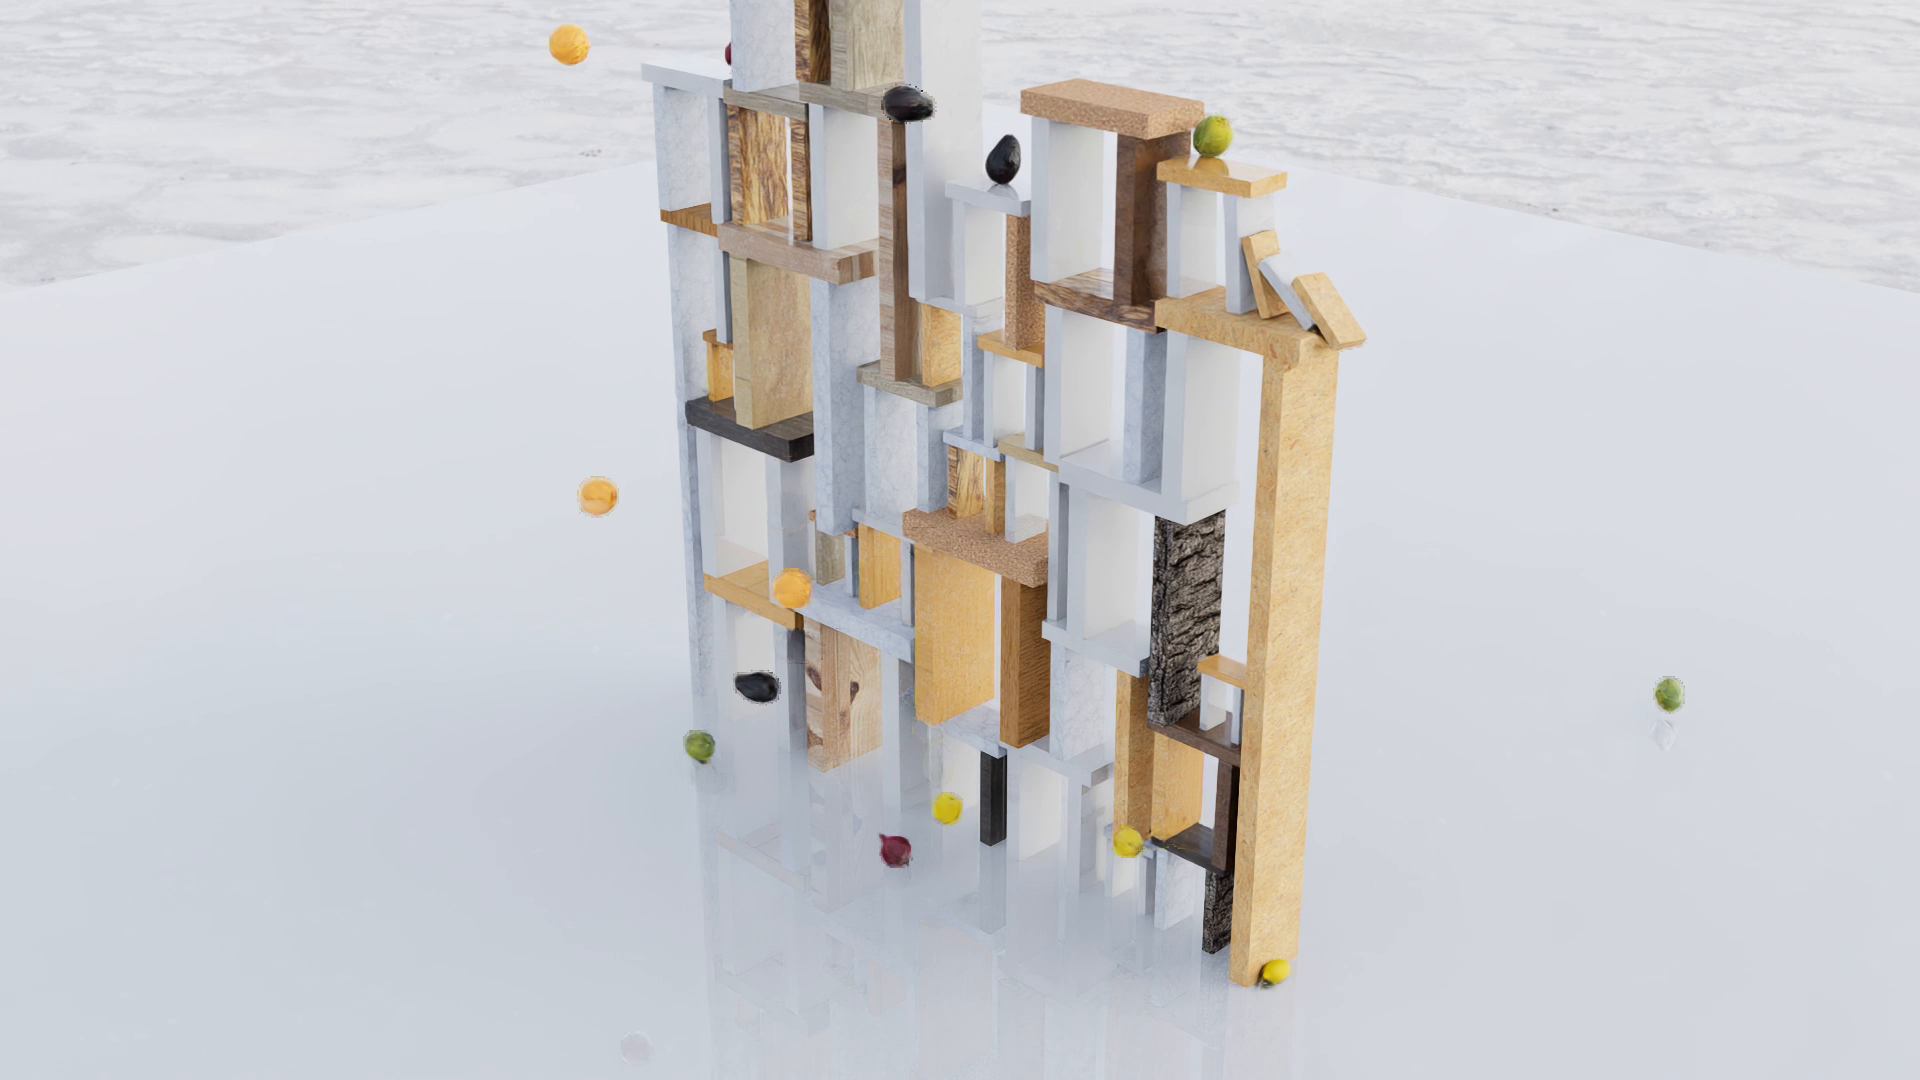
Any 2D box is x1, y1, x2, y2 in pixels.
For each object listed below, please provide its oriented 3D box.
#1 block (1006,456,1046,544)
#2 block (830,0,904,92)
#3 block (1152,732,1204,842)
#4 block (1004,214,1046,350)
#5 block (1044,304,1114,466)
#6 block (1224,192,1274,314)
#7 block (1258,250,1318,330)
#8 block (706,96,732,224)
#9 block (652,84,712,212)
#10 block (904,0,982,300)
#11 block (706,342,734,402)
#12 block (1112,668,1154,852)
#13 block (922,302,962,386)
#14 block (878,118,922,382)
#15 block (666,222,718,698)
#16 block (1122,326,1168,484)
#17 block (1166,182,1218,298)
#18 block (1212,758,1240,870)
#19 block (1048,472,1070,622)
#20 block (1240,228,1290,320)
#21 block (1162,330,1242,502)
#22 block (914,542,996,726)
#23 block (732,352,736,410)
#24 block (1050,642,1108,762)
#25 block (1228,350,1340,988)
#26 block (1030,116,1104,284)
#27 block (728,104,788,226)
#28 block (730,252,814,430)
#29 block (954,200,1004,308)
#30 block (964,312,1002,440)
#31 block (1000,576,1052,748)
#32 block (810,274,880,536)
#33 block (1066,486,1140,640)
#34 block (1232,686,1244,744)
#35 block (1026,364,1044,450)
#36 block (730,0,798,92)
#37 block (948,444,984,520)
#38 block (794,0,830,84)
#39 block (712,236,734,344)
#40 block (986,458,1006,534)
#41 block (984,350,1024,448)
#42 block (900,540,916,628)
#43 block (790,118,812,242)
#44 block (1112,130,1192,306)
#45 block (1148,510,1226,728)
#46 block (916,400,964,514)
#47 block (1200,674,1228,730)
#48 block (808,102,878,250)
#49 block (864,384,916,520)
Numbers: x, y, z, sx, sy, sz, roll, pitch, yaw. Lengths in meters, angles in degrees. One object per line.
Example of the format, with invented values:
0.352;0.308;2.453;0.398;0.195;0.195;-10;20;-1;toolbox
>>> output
0.122;-0.086;4.052;0.024;0.169;0.085;21;31;41;block
-0.166;-0.979;3.989;0.043;0.302;0.151;22;31;40;block
0.396;0.428;3.981;0.030;0.213;0.107;21;31;41;block
0.124;-0.465;3.885;0.097;0.246;0.027;-20;30;-39;block
0.210;-0.288;3.878;0.039;0.290;0.137;21;31;41;block
0.465;-0.467;3.528;0.027;0.190;0.095;14;26;43;block
0.533;-0.394;3.474;0.066;0.019;0.132;-22;71;-41;block
-0.437;-0.765;4.380;0.128;0.257;0.036;-21;31;-40;block
-0.559;-0.811;4.489;0.036;0.257;0.128;21;31;40;block
-0.028;-0.762;3.929;0.043;0.654;0.151;21;31;40;block
-0.499;-0.360;4.609;0.018;0.128;0.064;21;31;40;block
0.336;0.384;4.023;0.119;0.367;0.034;-21;31;-39;block
-0.034;-0.373;4.108;0.022;0.158;0.079;21;31;40;block
-0.087;-0.548;4.093;0.138;0.493;0.039;-21;31;-41;block
-0.554;-0.165;4.763;0.031;1.084;0.110;21;31;41;block
0.340;-0.245;3.756;0.039;0.274;0.137;21;31;40;block
0.381;-0.500;3.607;0.095;0.190;0.027;-21;28;-41;block
0.497;0.468;3.887;0.107;0.213;0.030;-21;31;-40;block
0.199;0.001;4.001;0.085;0.289;0.024;-20;30;-39;block
0.491;-0.425;3.507;0.066;0.132;0.019;-22;10;-41;block
0.406;-0.224;3.682;0.042;0.293;0.147;21;31;40;block
-0.009;0.160;4.301;0.171;0.380;0.049;-21;31;-40;block
-0.439;-0.336;4.553;0.018;0.128;0.064;21;31;40;block
0.221;0.283;4.097;0.119;0.238;0.034;-21;31;-40;block
0.545;0.231;3.725;0.147;1.165;0.042;-21;31;-41;block
0.184;-0.594;3.770;0.040;0.282;0.141;21;31;41;block
-0.397;-0.748;4.335;0.034;0.237;0.118;21;31;41;block
-0.374;-0.421;4.456;0.051;0.359;0.180;21;31;41;block
0.033;-0.525;3.959;0.097;0.194;0.027;-21;30;-40;block
0.042;-0.307;4.055;0.079;0.238;0.022;-21;31;-40;block
0.153;0.206;4.145;0.049;0.343;0.171;21;31;41;block
-0.205;-0.279;4.332;0.051;0.522;0.180;21;31;40;block
0.258;0.022;3.951;0.144;0.289;0.041;-21;31;-40;block
0.494;0.295;3.805;0.015;0.108;0.054;21;31;41;block
0.154;-0.248;3.951;0.080;0.160;0.023;-21;31;-41;block
-0.372;-1.028;4.189;0.040;0.327;0.141;21;31;40;block
0.012;-0.119;4.158;0.074;0.148;0.021;-21;31;-41;block
-0.240;-0.998;4.059;0.040;0.283;0.141;22;31;40;block
-0.449;-0.521;4.497;0.110;0.220;0.031;-21;31;-40;block
0.081;-0.092;4.094;0.021;0.148;0.074;21;31;41;block
0.080;-0.267;4.027;0.080;0.185;0.023;-21;31;-40;block
-0.074;0.074;4.336;0.091;0.183;0.026;-21;31;-41;block
-0.274;-0.703;4.230;0.034;0.237;0.118;15;27;31;block
0.318;-0.542;3.646;0.040;0.282;0.141;21;31;40;block
0.396;0.124;3.846;0.041;0.393;0.144;21;31;40;block
-0.033;-0.170;4.189;0.031;0.217;0.108;21;31;41;block
0.445;0.275;3.853;0.015;0.108;0.054;20;30;41;block
-0.218;-0.699;4.170;0.039;0.275;0.138;21;31;41;block
-0.135;-0.184;4.293;0.031;0.272;0.108;21;31;41;block
